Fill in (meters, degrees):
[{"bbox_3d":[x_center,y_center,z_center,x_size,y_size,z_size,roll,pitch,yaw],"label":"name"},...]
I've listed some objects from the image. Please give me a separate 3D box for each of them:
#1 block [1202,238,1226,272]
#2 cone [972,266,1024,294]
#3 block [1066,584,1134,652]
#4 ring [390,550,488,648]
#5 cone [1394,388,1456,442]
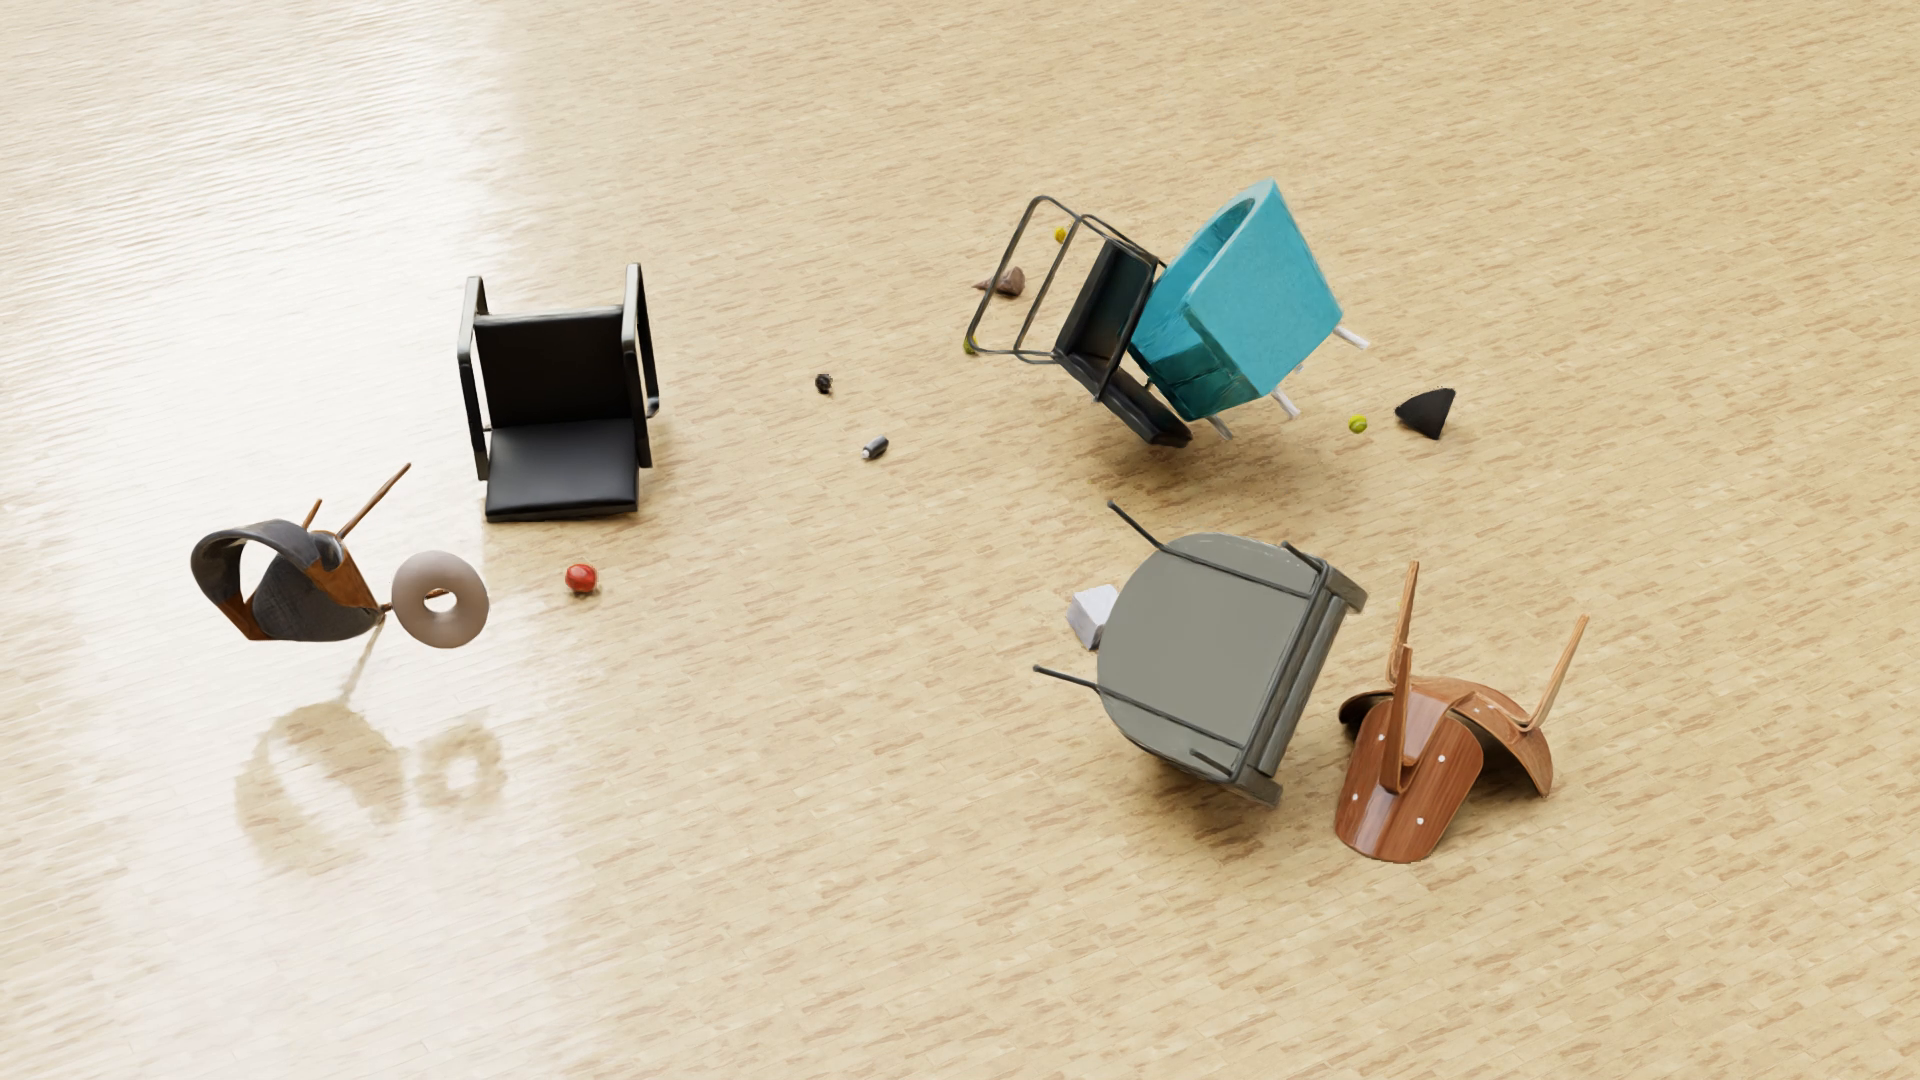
[{"bbox_3d":[1.094,-1.226,12.615,0.069,0.094,0.111,-9,43,-12],"label":"block"},{"bbox_3d":[0.144,-1.099,12.557,0.224,0.119,0.176,-5,13,21],"label":"cone"},{"bbox_3d":[0.495,0.273,10.369,0.159,0.130,0.167,-14,49,-28],"label":"block"},{"bbox_3d":[-1.765,0.204,9.955,0.314,0.419,0.122,-23,42,-3],"label":"ring"},{"bbox_3d":[1.858,-0.465,11.564,0.262,0.197,0.172,-24,66,25],"label":"cone"}]
